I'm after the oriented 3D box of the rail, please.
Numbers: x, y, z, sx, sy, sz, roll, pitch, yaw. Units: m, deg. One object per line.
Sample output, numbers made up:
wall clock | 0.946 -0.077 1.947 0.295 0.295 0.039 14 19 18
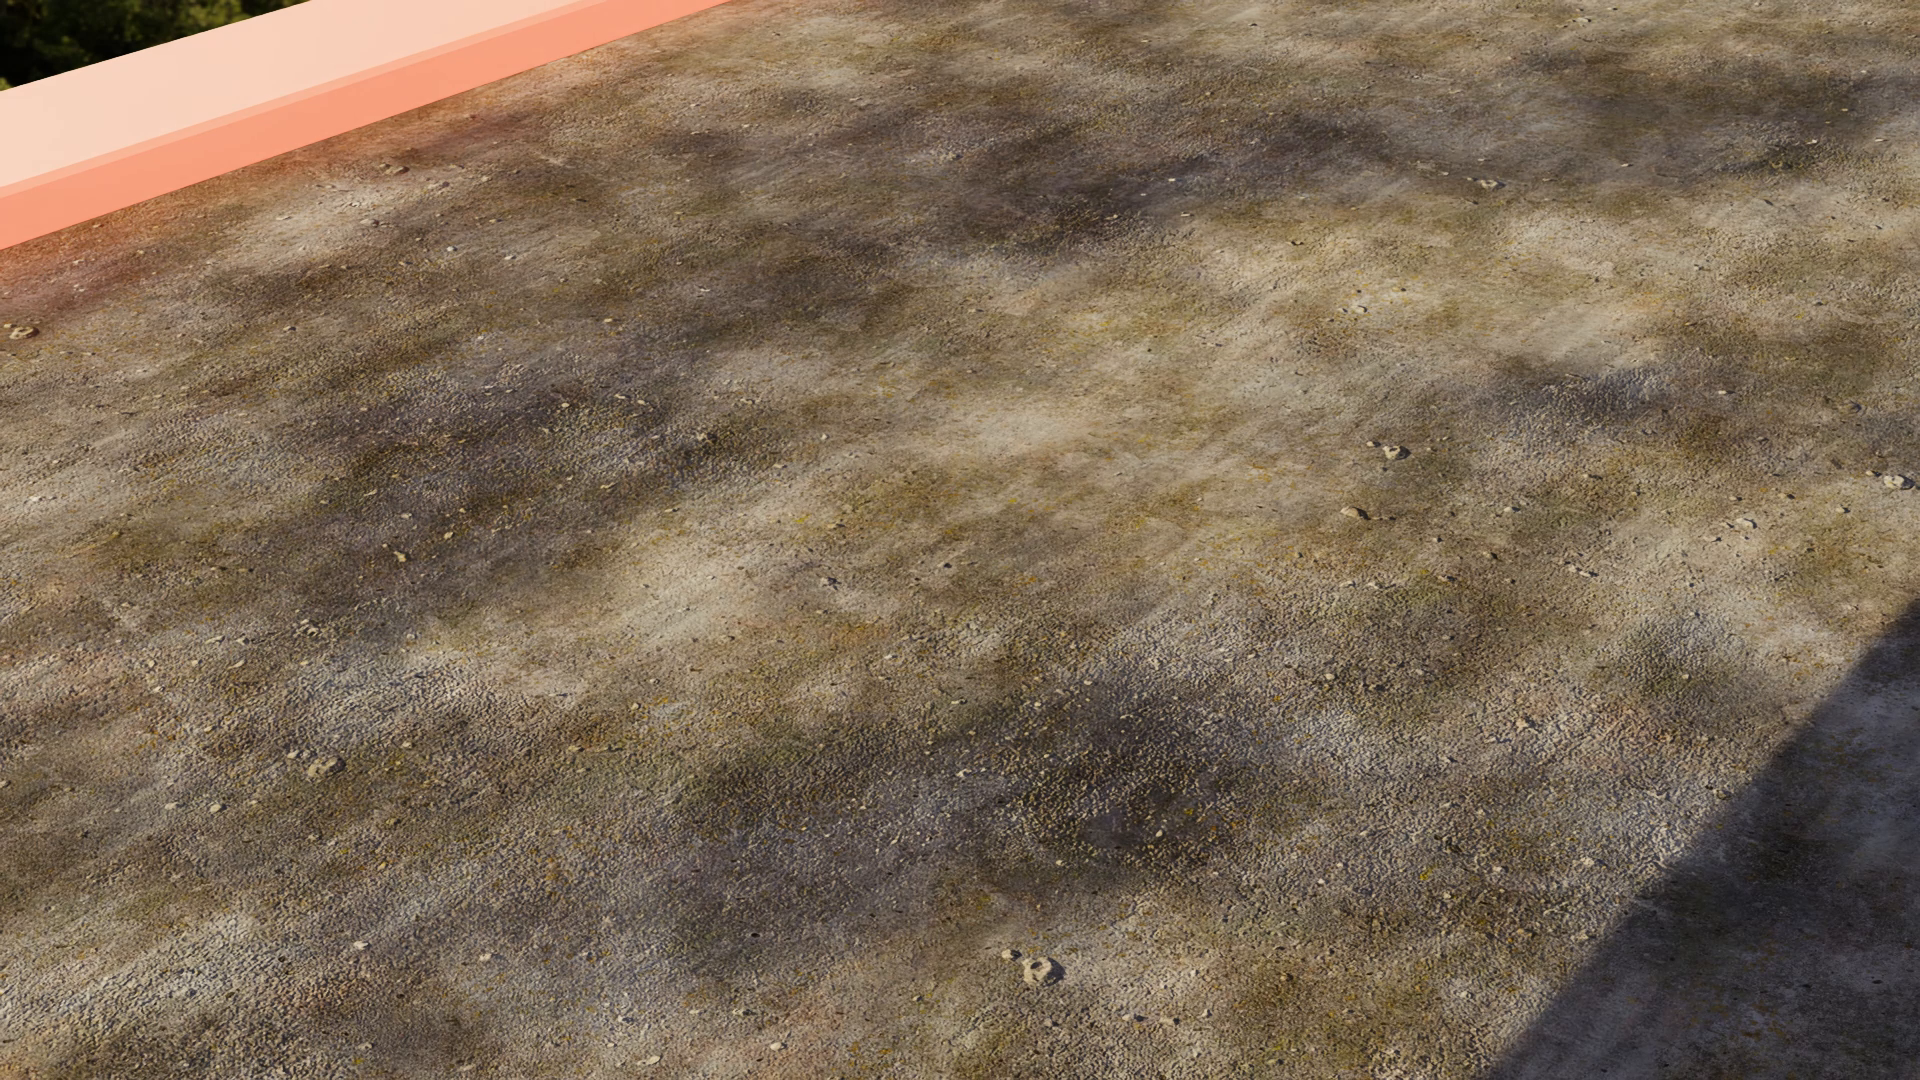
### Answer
rail | -0.252 -0.596 2.988 0.045 0.125 3.755 17 30 31
